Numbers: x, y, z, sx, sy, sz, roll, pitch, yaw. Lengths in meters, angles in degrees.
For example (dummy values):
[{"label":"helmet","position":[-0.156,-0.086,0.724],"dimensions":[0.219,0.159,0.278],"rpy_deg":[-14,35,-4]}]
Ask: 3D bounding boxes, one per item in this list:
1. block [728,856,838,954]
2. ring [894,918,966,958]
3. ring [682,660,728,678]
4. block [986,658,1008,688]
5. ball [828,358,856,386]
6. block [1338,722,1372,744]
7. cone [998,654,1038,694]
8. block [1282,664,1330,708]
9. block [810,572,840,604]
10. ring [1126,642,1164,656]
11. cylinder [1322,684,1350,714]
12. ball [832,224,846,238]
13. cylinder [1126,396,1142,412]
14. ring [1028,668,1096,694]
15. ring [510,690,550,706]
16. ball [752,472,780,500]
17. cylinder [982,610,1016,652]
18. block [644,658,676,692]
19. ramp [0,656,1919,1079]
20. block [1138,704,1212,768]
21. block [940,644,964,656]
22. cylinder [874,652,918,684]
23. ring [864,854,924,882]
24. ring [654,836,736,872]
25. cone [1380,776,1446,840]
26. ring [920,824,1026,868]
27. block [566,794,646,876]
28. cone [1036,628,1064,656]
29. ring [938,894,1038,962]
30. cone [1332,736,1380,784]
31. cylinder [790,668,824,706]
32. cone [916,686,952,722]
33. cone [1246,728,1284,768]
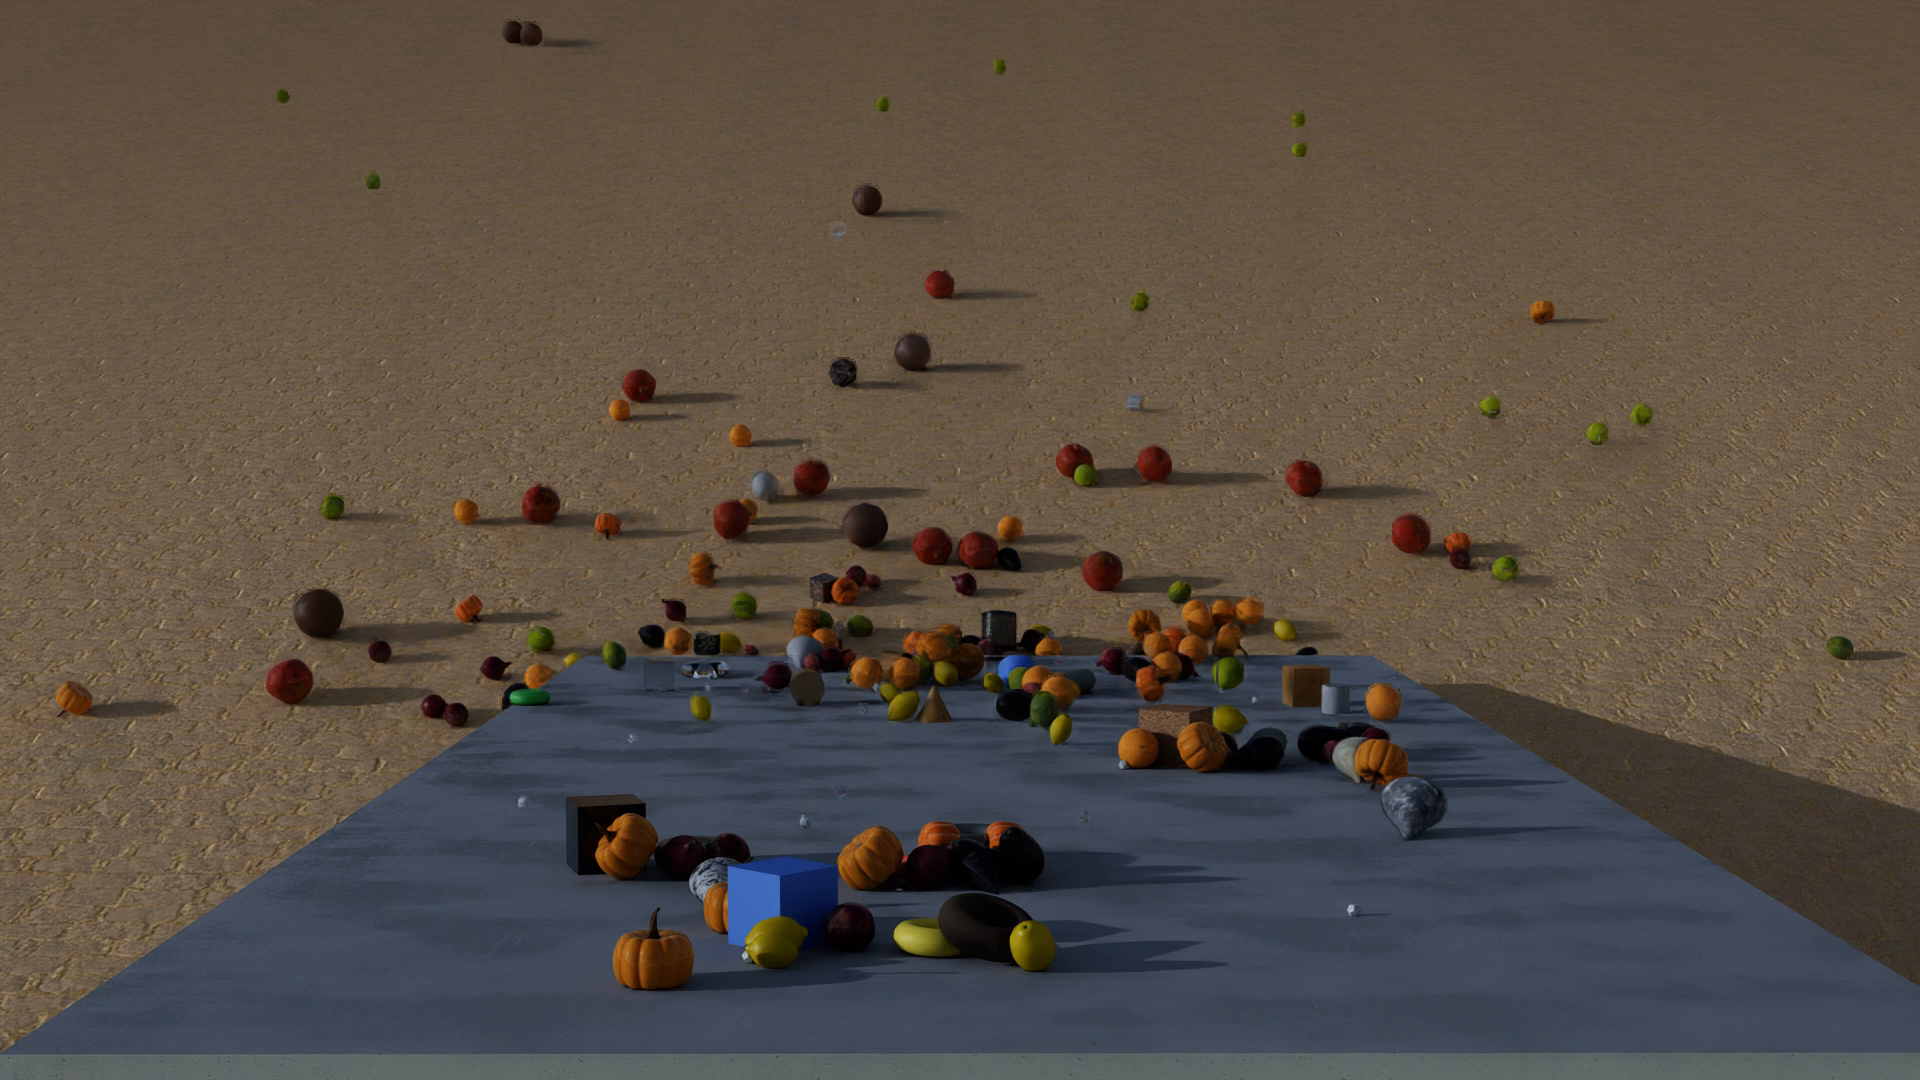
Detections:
[{"label":"block","position":[-0.210,0.432,3.049],"dimensions":[0.092,0.092,0.092],"rpy_deg":[3,4,44]},{"label":"ring","position":[-0.030,0.465,3.004],"dimensions":[0.098,0.033,0.098],"rpy_deg":[4,2,0]},{"label":"ring","position":[-0.599,0.302,6.034],"dimensions":[0.113,0.038,0.113],"rpy_deg":[-1,3,0]},{"label":"block","position":[0.095,0.300,5.811],"dimensions":[0.064,0.064,0.064],"rpy_deg":[0,3,-3]},{"label":"ball","position":[-0.405,-0.578,8.882],"dimensions":[0.095,0.095,0.095],"rpy_deg":[0,21,0]},{"label":"block","position":[0.725,0.364,4.714],"dimensions":[0.053,0.053,0.053],"rpy_deg":[0,3,0]},{"label":"cone","position":[0.125,0.317,5.717],"dimensions":[0.090,0.090,0.090],"rpy_deg":[2,30,5]},{"label":"block","position":[0.736,0.310,5.465],"dimensions":[0.080,0.080,0.080],"rpy_deg":[0,3,-9]},{"label":"block","position":[-0.375,0.133,7.117],"dimensions":[0.059,0.059,0.059],"rpy_deg":[-19,28,-40]},{"label":"ring","position":[0.474,0.315,6.589],"dimensions":[0.113,0.113,0.038],"rpy_deg":[-5,3,-12]},{"label":"cylinder","position":[0.778,0.329,5.325],"dimensions":[0.057,0.057,0.057],"rpy_deg":[0,3,0]},{"label":"ball","position":[-0.509,-1.292,10.752],"dimensions":[0.060,0.060,0.060],"rpy_deg":[0,21,0]},{"label":"cylinder","position":[0.586,-0.459,8.639],"dimensions":[0.051,0.051,0.051],"rpy_deg":[5,22,11]},{"label":"ring","position":[0.227,0.313,5.699],"dimensions":[0.149,0.050,0.149],"rpy_deg":[-2,0,0]},{"label":"ring","position":[-0.918,0.336,5.485],"dimensions":[0.087,0.029,0.087],"rpy_deg":[0,2,0]},{"label":"ball","position":[-0.593,-0.164,7.836],"dimensions":[0.087,0.087,0.087],"rpy_deg":[0,21,0]},{"label":"cylinder","position":[0.102,0.240,6.750],"dimensions":[0.092,0.092,0.092],"rpy_deg":[0,-13,0]},{"label":"block","position":[-0.672,0.302,5.758],"dimensions":[0.067,0.067,0.067],"rpy_deg":[0,3,-6]},{"label":"ramp","position":[0.050,0.450,4.532],"dimensions":[2.000,0.100,4.000],"rpy_deg":[0,3,0]},{"label":"block","position":[0.383,0.348,4.571],"dimensions":[0.099,0.099,0.099],"rpy_deg":[2,3,30]},{"label":"block","position":[-0.019,0.309,6.668],"dimensions":[0.059,0.059,0.059],"rpy_deg":[0,21,1]},{"label":"cylinder","position":[-0.147,0.292,5.905],"dimensions":[0.070,0.070,0.070],"rpy_deg":[3,18,41]},{"label":"ring","position":[-0.089,0.443,3.464],"dimensions":[0.083,0.028,0.083],"rpy_deg":[-1,4,0]},{"label":"ring","position":[-0.366,0.433,3.554],"dimensions":[0.114,0.038,0.114],"rpy_deg":[0,2,0]},{"label":"cone","position":[0.665,0.417,3.799],"dimensions":[0.097,0.097,0.097],"rpy_deg":[5,31,14]},{"label":"ring","position":[0.017,0.426,3.579],"dimensions":[0.147,0.049,0.147],"rpy_deg":[1,2,0]},{"label":"block","position":[-0.489,0.406,3.547],"dimensions":[0.093,0.093,0.093],"rpy_deg":[-1,3,-18]},{"label":"cone","position":[0.239,0.265,6.760],"dimensions":[0.074,0.074,0.074],"rpy_deg":[0,21,0]},{"label":"ring","position":[0.033,0.447,2.963],"dimensions":[0.120,0.040,0.120],"rpy_deg":[15,17,-5]},{"label":"cone","position":[0.675,0.390,4.361],"dimensions":[0.082,0.082,0.082],"rpy_deg":[2,30,4]},{"label":"cylinder","position":[-0.327,0.314,5.486],"dimensions":[0.072,0.072,0.072],"rpy_deg":[-3,3,-6]},{"label":"cone","position":[-0.053,0.327,5.191],"dimensions":[0.075,0.075,0.075],"rpy_deg":[0,3,0]},{"label":"cone","position":[0.552,0.383,4.542],"dimensions":[0.074,0.074,0.074],"rpy_deg":[-7,47,-18]}]
